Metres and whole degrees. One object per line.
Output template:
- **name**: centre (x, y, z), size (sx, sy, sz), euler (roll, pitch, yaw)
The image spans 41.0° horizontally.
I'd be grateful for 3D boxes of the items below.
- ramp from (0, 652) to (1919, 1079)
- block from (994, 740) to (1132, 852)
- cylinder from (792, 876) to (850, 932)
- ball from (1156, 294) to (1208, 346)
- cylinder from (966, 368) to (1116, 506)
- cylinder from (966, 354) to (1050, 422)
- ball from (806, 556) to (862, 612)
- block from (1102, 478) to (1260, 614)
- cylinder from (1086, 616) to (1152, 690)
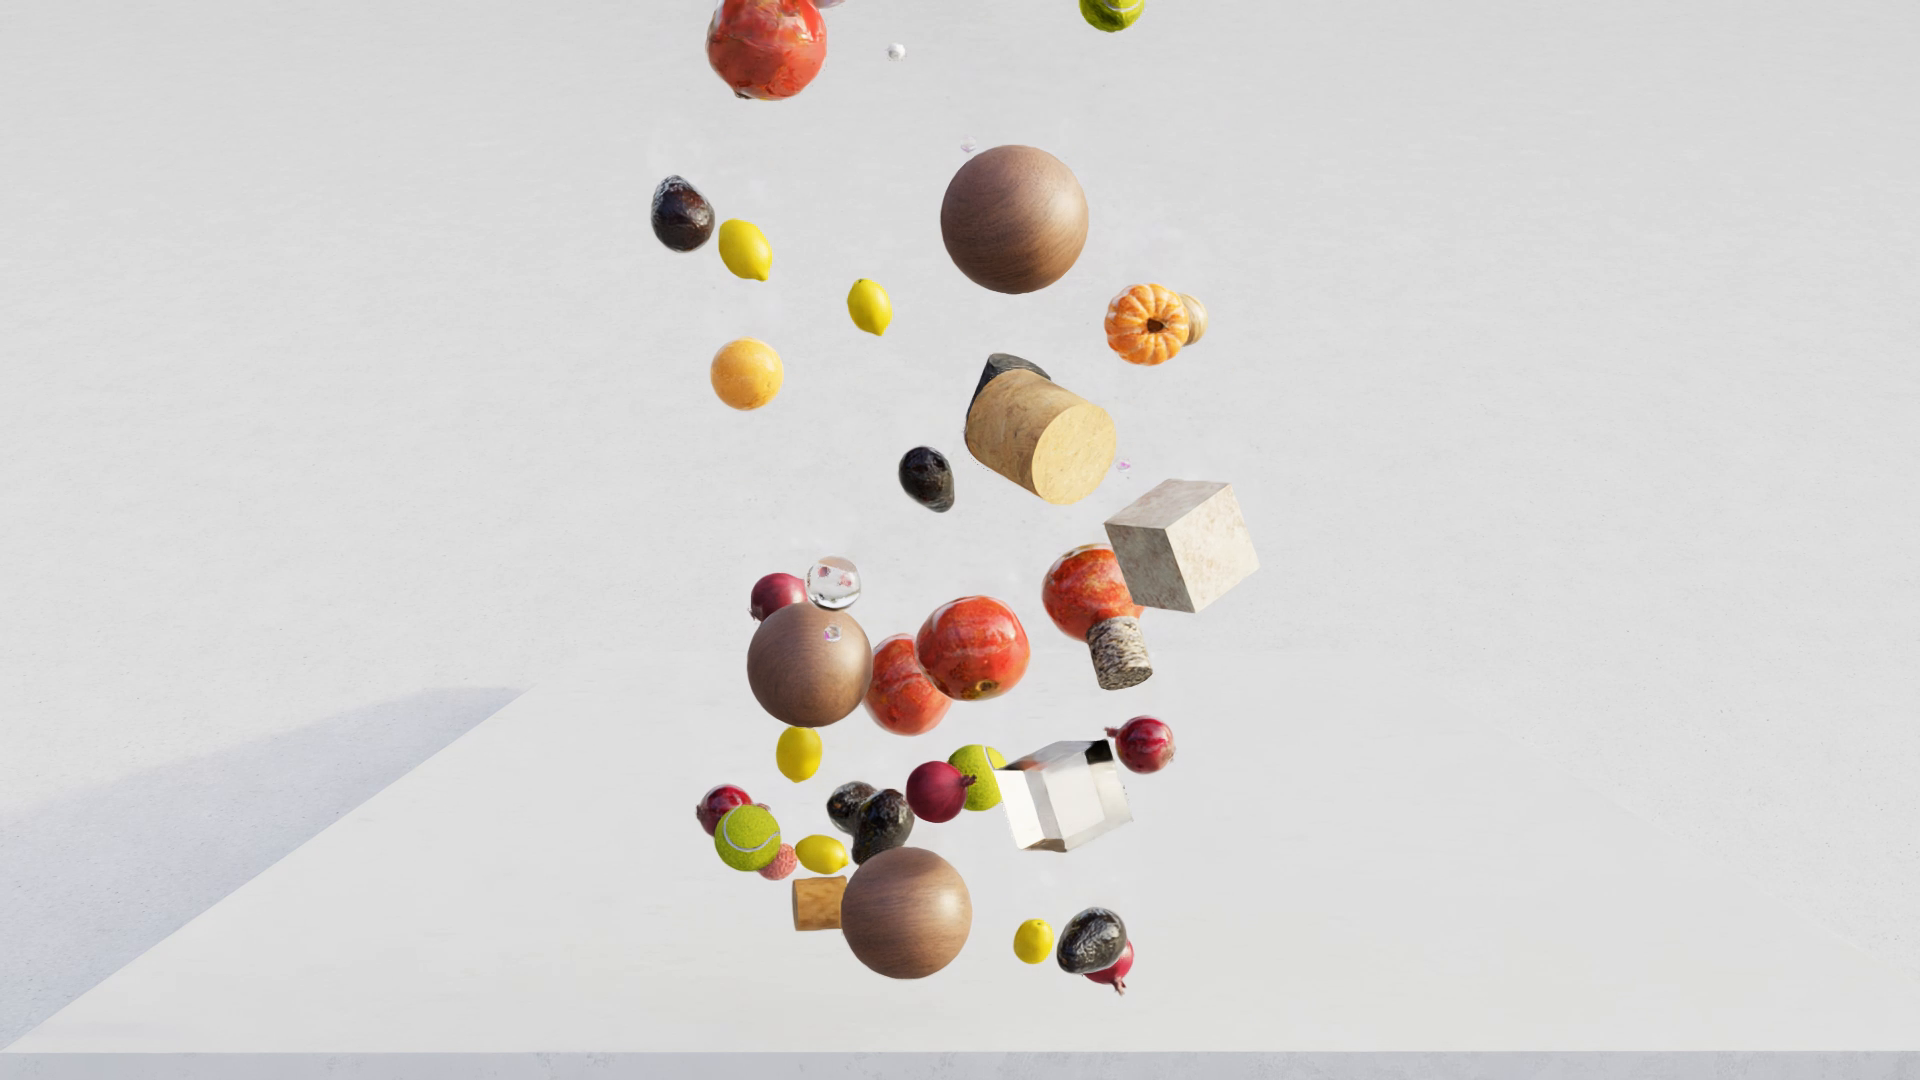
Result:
- **ramp**: centre (0.049, 0.444, 4.532), size (2.000, 0.100, 4.000), euler (0, 3, 0)
- **block**: centre (0.098, 0.244, 2.455), size (0.082, 0.082, 0.082), euler (-22, 7, -32)
- **cylinder**: centre (-0.147, 0.384, 2.719), size (0.055, 0.055, 0.055), euler (-3, 21, -10)
- **ball**: centre (0.212, -0.210, 2.453), size (0.051, 0.051, 0.051), euler (0, 21, 0)
- **cylinder**: centre (0.075, -0.095, 2.360), size (0.098, 0.098, 0.098), euler (-15, 31, -34)
- **cylinder**: centre (0.047, -0.138, 2.502), size (0.065, 0.065, 0.065), euler (18, 24, -8)
- **ball**: centre (-0.126, 0.044, 2.551), size (0.056, 0.056, 0.056), euler (0, 21, 0)
- **block**: centre (0.206, 0.005, 2.386), size (0.088, 0.088, 0.088), euler (-34, 23, -30)
- **cylinder**: centre (0.169, 0.120, 2.723), size (0.059, 0.059, 0.059), euler (-7, 65, -16)
